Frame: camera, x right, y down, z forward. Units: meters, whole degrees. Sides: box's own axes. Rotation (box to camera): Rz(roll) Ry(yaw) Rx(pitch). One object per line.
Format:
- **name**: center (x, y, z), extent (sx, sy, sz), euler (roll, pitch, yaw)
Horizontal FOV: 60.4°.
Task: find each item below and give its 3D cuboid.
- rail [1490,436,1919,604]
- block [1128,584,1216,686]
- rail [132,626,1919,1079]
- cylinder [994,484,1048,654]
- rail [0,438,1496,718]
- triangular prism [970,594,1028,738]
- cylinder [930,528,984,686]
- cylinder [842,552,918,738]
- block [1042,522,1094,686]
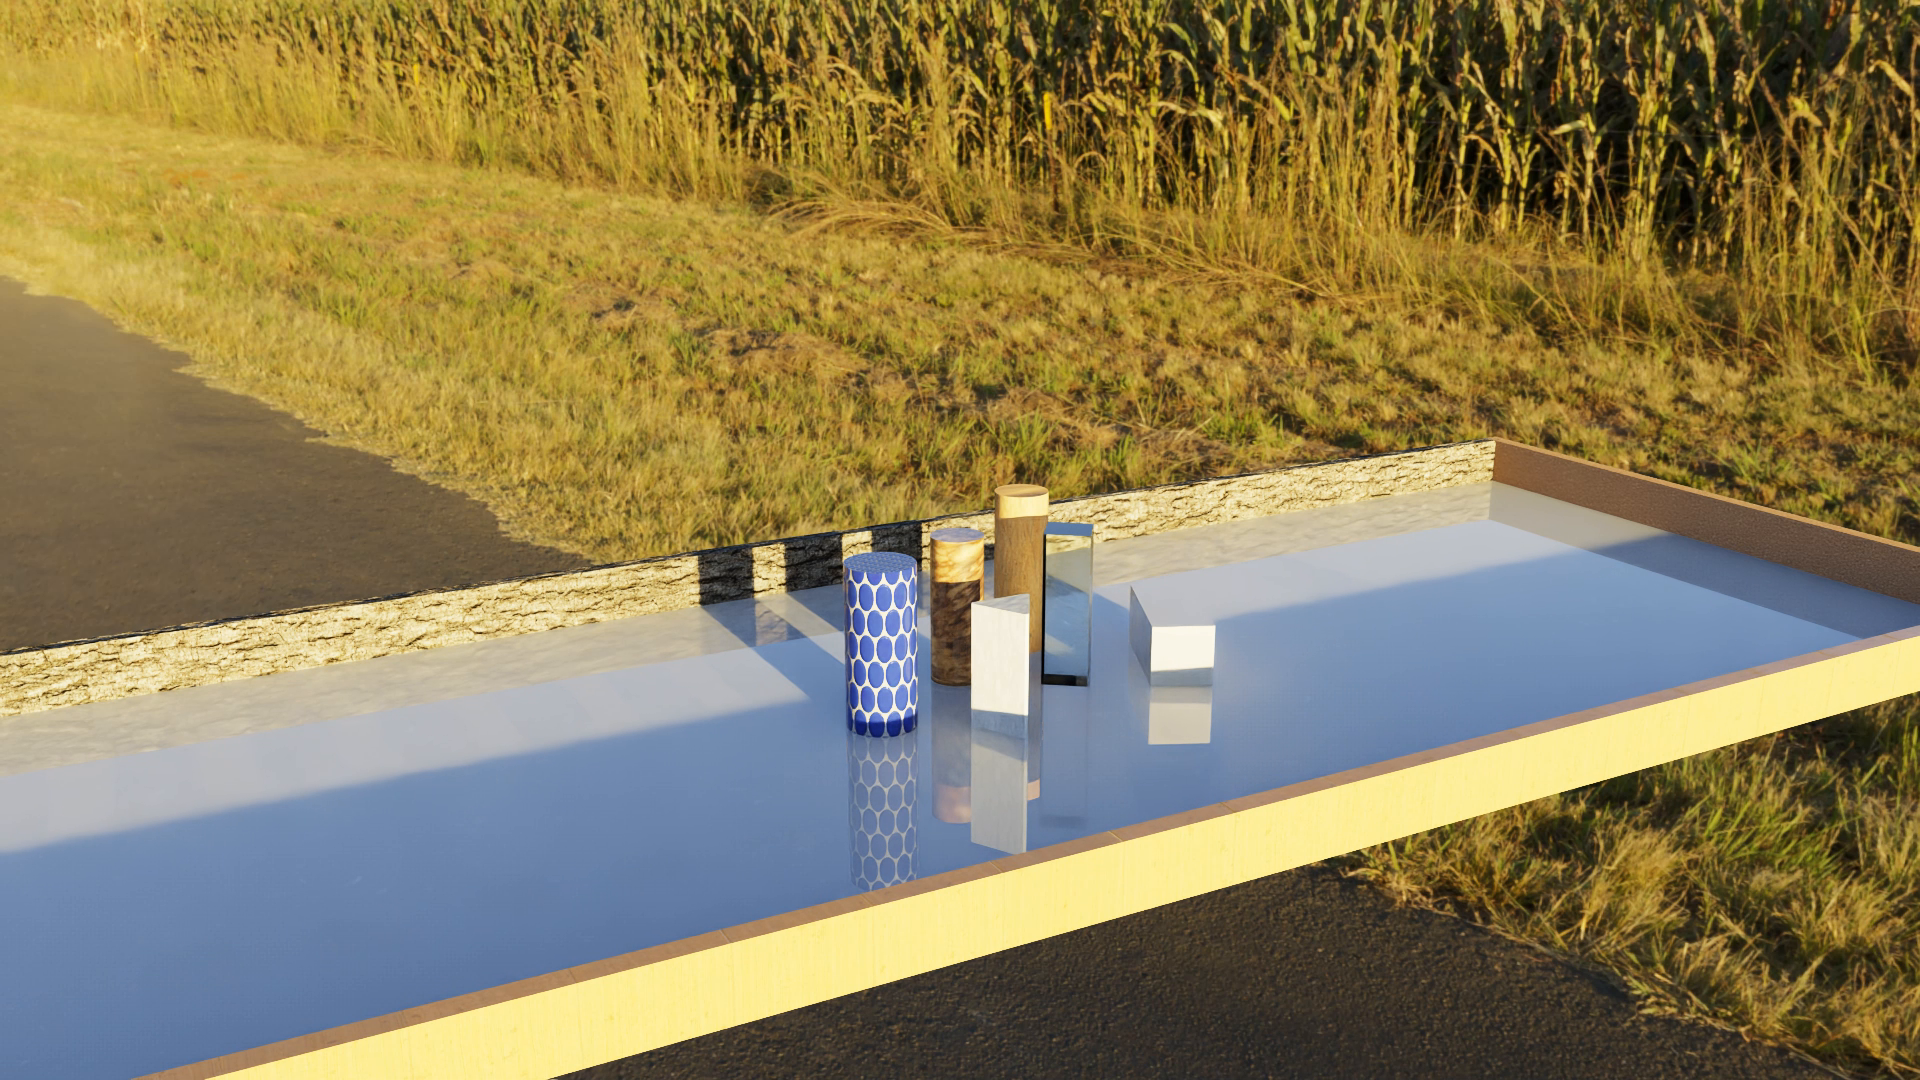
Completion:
- **rail**: center (2.466, -0.048, 5.253), extent (0.050, 0.150, 2.100), euler (-9, 18, -27)
- **block**: center (0.543, 0.241, 4.258), extent (0.156, 0.156, 0.343), euler (-1, 16, -3)
- **rail**: center (-2.336, 1.006, 1.665), extent (12.000, 0.150, 0.050), euler (-9, 18, -27)
- **cylinder**: center (0.160, 0.075, 4.346), extent (0.141, 0.424, 0.141), euler (0, 16, 0)
- **rail**: center (-3.305, 0.497, 3.399), extent (12.000, 0.150, 0.050), euler (-9, 18, -27)
- **triangular prism**: center (0.124, 0.285, 3.849), extent (0.150, 0.301, 0.130), euler (10, 19, 31)
- **cylinder**: center (-0.007, 0.167, 4.123), extent (0.135, 0.374, 0.135), euler (0, 16, 0)
- **cylinder**: center (-0.183, 0.242, 3.828), extent (0.169, 0.397, 0.169), euler (0, 16, 0)
- **block**: center (0.269, 0.160, 4.118), extent (0.115, 0.391, 0.115), euler (2, 17, 8)
